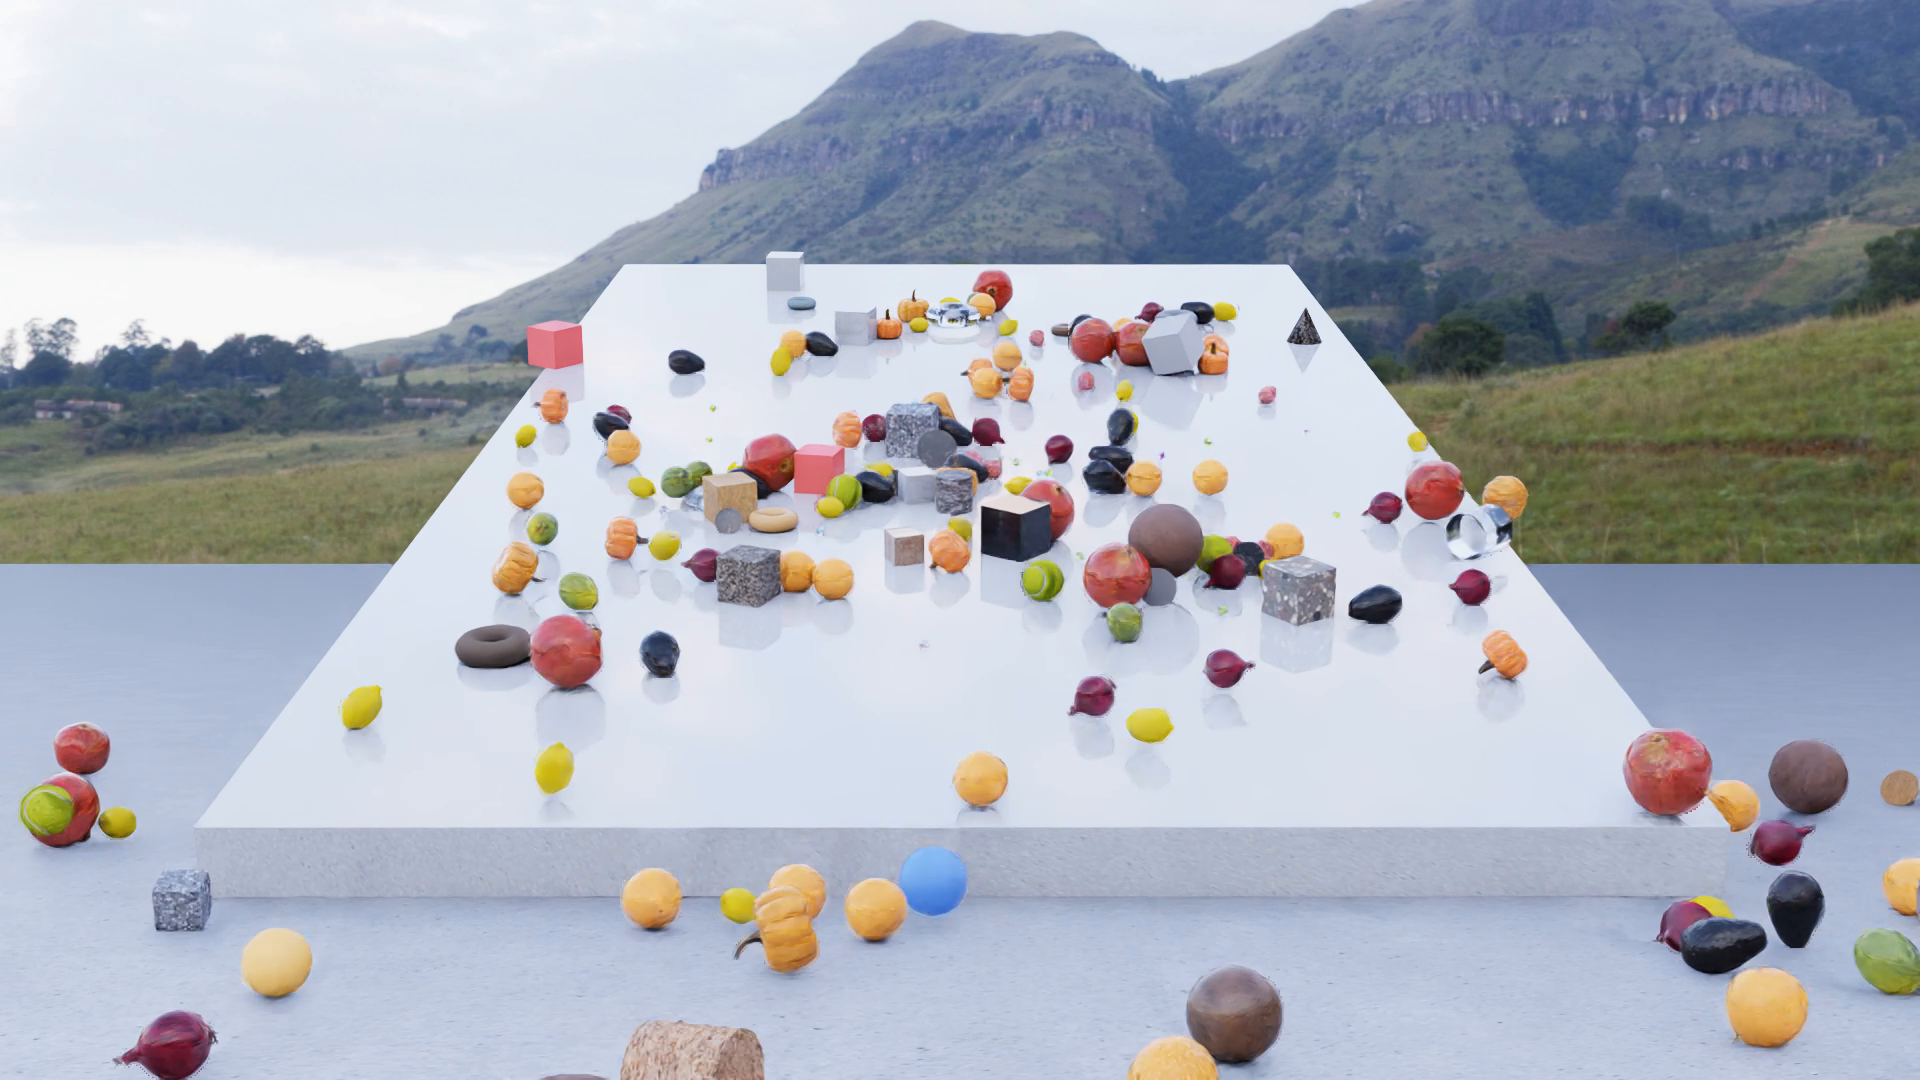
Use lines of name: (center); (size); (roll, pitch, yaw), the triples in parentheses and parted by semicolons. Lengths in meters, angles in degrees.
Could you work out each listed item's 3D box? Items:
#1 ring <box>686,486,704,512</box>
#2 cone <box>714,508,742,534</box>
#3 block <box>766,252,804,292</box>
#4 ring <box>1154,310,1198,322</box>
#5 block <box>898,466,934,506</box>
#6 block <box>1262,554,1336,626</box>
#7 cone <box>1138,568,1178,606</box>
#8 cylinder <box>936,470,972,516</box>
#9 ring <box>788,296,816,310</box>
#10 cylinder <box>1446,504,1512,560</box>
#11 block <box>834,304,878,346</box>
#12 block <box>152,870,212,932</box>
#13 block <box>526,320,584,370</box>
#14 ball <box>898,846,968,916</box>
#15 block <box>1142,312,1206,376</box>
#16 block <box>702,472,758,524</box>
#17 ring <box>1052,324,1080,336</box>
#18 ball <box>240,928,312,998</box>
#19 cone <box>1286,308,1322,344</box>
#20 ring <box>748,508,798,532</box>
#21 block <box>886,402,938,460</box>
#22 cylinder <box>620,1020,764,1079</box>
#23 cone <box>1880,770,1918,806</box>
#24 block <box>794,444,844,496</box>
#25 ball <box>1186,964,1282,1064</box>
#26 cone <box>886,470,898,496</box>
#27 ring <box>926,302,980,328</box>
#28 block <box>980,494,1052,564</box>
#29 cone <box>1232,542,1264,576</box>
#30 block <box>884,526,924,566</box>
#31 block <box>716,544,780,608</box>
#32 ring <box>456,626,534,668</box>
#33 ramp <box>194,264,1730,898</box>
ring: (-0.472, -0.080, 4.279); (0.105, 0.035, 0.105); (-1, 17, 0)
cone: (-0.427, -0.030, 4.142); (0.050, 0.050, 0.050); (0, -9, 2)
block: (-0.497, -0.765, 6.351); (0.095, 0.095, 0.095); (1, 18, 4)
ring: (0.568, -0.578, 5.859); (0.114, 0.038, 0.114); (-2, 19, 1)
block: (-0.085, -0.106, 4.324); (0.057, 0.057, 0.057); (-6, 18, -18)
block: (0.560, 0.083, 3.684); (0.084, 0.084, 0.084); (-12, 21, -34)
cone: (0.330, 0.084, 3.768); (0.067, 0.067, 0.067); (0, -9, -1)
cylinder: (-0.011, -0.091, 4.257); (0.070, 0.070, 0.070); (0, 17, 0)
ring: (-0.432, -0.646, 6.090); (0.080, 0.027, 0.080); (1, 17, 0)
cylinder: (0.930, -0.015, 3.993); (0.085, 0.085, 0.085); (-17, 11, -42)
block: (-0.264, -0.547, 5.674); (0.086, 0.086, 0.086); (4, 18, 12)
block: (-0.932, 0.432, 2.673); (0.054, 0.054, 0.054); (0, 21, -6)
block: (-0.987, -0.476, 5.435); (0.094, 0.094, 0.094); (13, 21, 34)
ball: (-0.033, 0.413, 2.705); (0.083, 0.083, 0.083); (0, 0, 0)
block: (0.510, -0.468, 5.324); (0.100, 0.100, 0.100); (-7, 31, 33)
block: (-0.432, -0.077, 4.195); (0.079, 0.079, 0.079); (-8, 19, -25)
ring: (0.273, -0.544, 5.771); (0.075, 0.025, 0.075); (1, 17, 0)
ball: (-0.694, 0.429, 2.263); (0.070, 0.070, 0.070); (0, 0, 0)
cone: (0.880, -0.551, 5.687); (0.090, 0.090, 0.090); (0, 17, 0)
ring: (-0.347, -0.038, 4.153); (0.094, 0.031, 0.094); (1, 16, 0)
block: (-0.099, -0.227, 4.646); (0.094, 0.094, 0.094); (3, 18, 9)
cylinder: (-0.207, 0.418, 1.733); (0.082, 0.082, 0.082); (0, 0, 23)
cone: (1.713, 0.462, 4.035); (0.068, 0.068, 0.068); (0, -27, 46)
block: (-0.277, -0.139, 4.391); (0.080, 0.080, 0.080); (4, 18, 13)
ball: (0.242, 0.419, 1.970); (0.086, 0.086, 0.086); (0, 0, 0)
cone: (-0.118, -0.108, 4.386); (0.053, 0.053, 0.053); (0, -9, 2)
ring: (-0.018, -0.595, 5.895); (0.143, 0.048, 0.143); (1, 17, 0)
block: (0.100, -0.021, 4.001); (0.090, 0.090, 0.090); (13, 22, 36)
cone: (0.495, 0.038, 3.920); (0.062, 0.062, 0.062); (0, -10, -18)
block: (-0.099, 0.011, 3.959); (0.054, 0.054, 0.054); (-7, 19, -20)
block: (-0.356, 0.060, 3.761); (0.079, 0.079, 0.079); (8, 19, 22)
ring: (-0.729, 0.166, 3.489); (0.121, 0.040, 0.121); (-1, 17, 0)
ramp: (-0.003, -0.180, 4.822); (2.000, 0.100, 4.000); (0, 17, 0)
